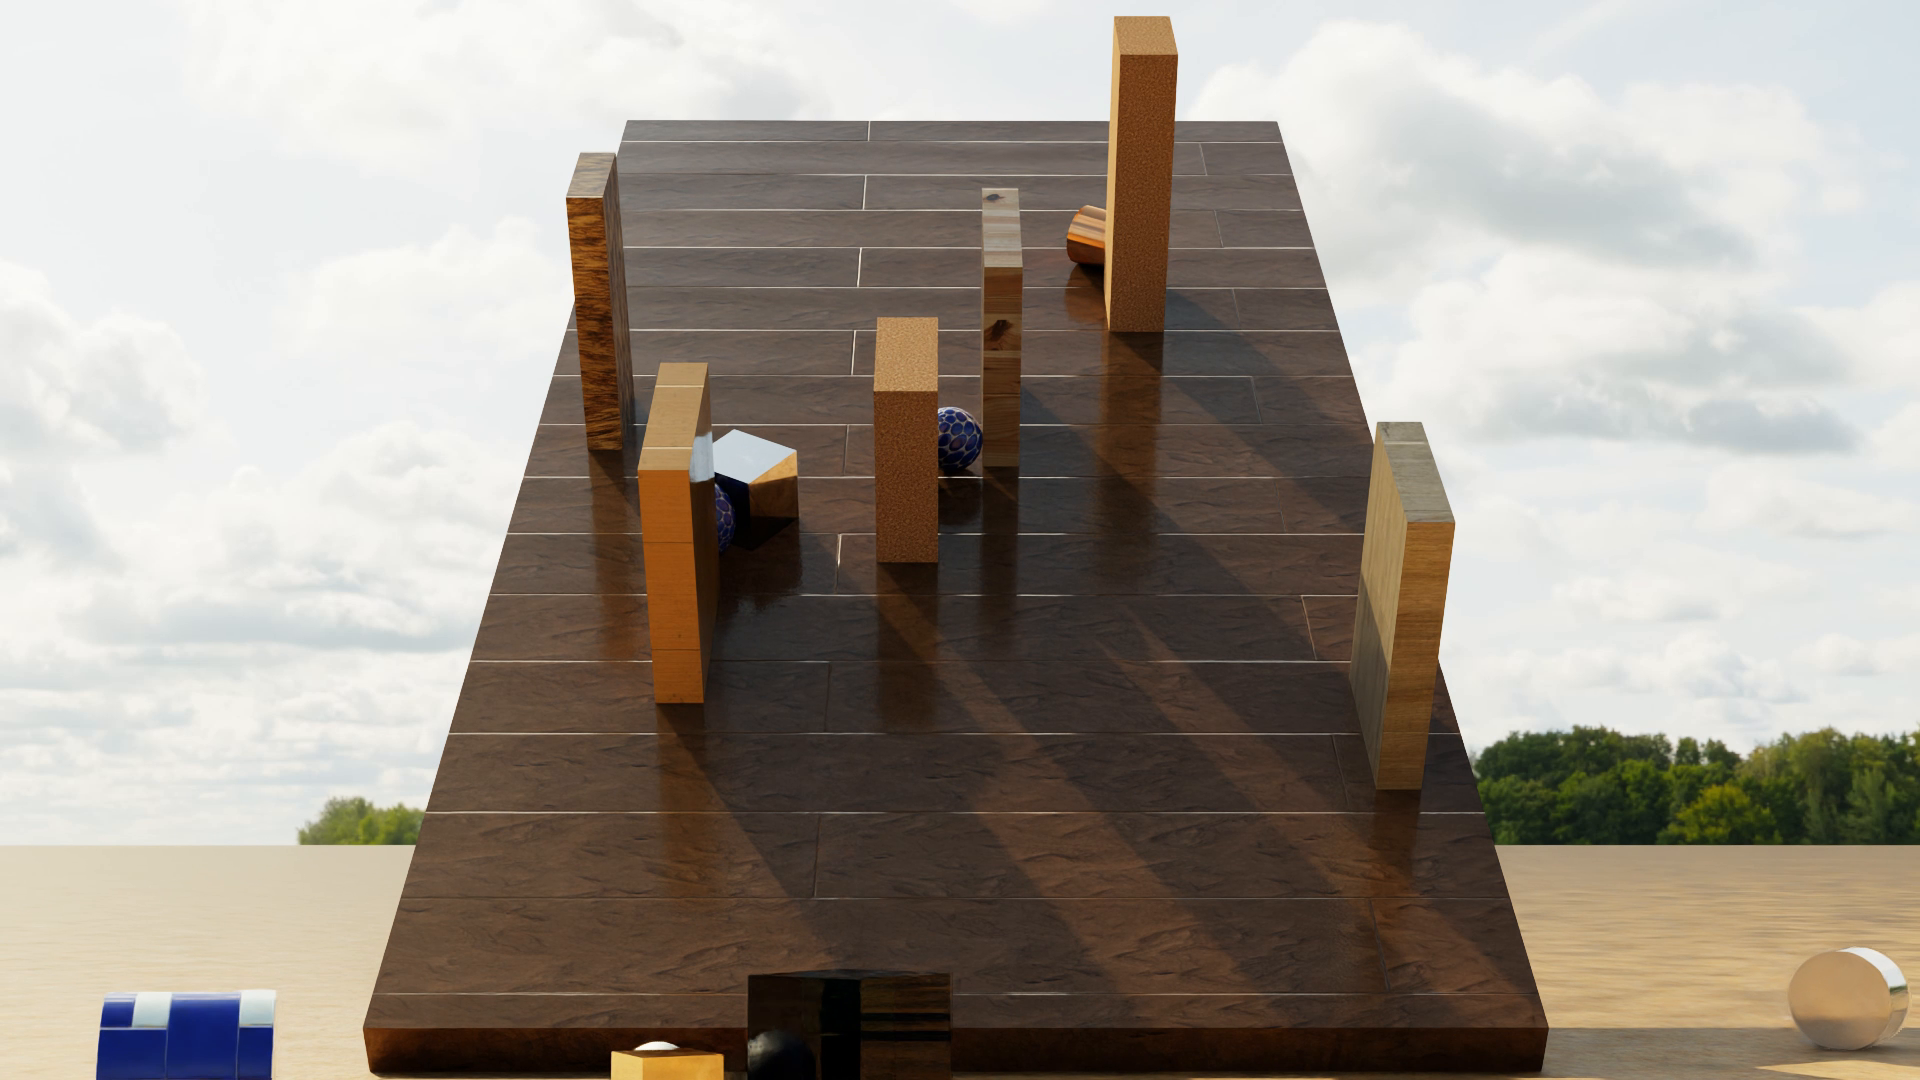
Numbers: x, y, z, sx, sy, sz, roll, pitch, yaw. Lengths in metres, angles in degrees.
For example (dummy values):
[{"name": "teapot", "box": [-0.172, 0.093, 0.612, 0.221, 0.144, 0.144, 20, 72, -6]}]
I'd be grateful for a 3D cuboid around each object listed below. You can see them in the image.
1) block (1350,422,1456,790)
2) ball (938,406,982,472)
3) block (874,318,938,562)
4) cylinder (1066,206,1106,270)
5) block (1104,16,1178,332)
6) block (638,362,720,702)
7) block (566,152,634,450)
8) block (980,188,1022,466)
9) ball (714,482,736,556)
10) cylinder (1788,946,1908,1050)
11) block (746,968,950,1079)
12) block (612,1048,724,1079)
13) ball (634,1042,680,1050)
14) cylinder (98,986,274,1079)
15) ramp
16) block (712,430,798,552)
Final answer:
[{"name": "block", "box": [0.840, 0.125, 4.677, 0.086, 0.599, 0.370, 0, 32, 0]}, {"name": "ball", "box": [-0.022, -0.234, 5.673, 0.151, 0.151, 0.151, 0, -7, 0]}, {"name": "block", "box": [-0.116, -0.223, 5.394, 0.134, 0.426, 0.344, 0, 32, 0]}, {"name": "cylinder", "box": [0.397, -0.806, 6.590, 0.158, 0.158, 0.158, 20, 3, 29]}, {"name": "block", "box": [0.456, -0.928, 6.226, 0.141, 0.749, 0.271, 0, 32, 0]}, {"name": "block", "box": [-0.564, -0.018, 4.952, 0.097, 0.541, 0.435, 0, 32, 0]}, {"name": "block", "box": [-0.839, -0.556, 5.718, 0.082, 0.646, 0.260, 0, 32, 0]}, {"name": "block", "box": [0.095, -0.505, 5.767, 0.085, 0.514, 0.435, 0, 32, 0]}, {"name": "ball", "box": [-0.588, -0.042, 5.312, 0.202, 0.202, 0.202, 0, -7, 0]}, {"name": "cylinder", "box": [1.695, 0.873, 4.659, 0.186, 0.186, 0.186, -4, -8, 30]}, {"name": "block", "box": [-0.156, 0.716, 3.451, 0.204, 0.204, 0.204, -5, -9, 36]}, {"name": "block", "box": [-0.388, 0.735, 3.228, 0.113, 0.113, 0.113, 4, -8, -28]}, {"name": "ball", "box": [-0.415, 0.749, 3.358, 0.117, 0.117, 0.117, 0, -7, 0]}, {"name": "cylinder", "box": [-0.966, 0.669, 3.063, 0.204, 0.204, 0.204, -1, -7, -16]}, {"name": "ramp", "box": [-0.015, -0.192, 5.843, 2.000, 0.100, 4.000, 0, 32, 0]}, {"name": "block", "box": [-0.484, -0.112, 5.453, 0.174, 0.174, 0.174, 19, 37, 28]}]
